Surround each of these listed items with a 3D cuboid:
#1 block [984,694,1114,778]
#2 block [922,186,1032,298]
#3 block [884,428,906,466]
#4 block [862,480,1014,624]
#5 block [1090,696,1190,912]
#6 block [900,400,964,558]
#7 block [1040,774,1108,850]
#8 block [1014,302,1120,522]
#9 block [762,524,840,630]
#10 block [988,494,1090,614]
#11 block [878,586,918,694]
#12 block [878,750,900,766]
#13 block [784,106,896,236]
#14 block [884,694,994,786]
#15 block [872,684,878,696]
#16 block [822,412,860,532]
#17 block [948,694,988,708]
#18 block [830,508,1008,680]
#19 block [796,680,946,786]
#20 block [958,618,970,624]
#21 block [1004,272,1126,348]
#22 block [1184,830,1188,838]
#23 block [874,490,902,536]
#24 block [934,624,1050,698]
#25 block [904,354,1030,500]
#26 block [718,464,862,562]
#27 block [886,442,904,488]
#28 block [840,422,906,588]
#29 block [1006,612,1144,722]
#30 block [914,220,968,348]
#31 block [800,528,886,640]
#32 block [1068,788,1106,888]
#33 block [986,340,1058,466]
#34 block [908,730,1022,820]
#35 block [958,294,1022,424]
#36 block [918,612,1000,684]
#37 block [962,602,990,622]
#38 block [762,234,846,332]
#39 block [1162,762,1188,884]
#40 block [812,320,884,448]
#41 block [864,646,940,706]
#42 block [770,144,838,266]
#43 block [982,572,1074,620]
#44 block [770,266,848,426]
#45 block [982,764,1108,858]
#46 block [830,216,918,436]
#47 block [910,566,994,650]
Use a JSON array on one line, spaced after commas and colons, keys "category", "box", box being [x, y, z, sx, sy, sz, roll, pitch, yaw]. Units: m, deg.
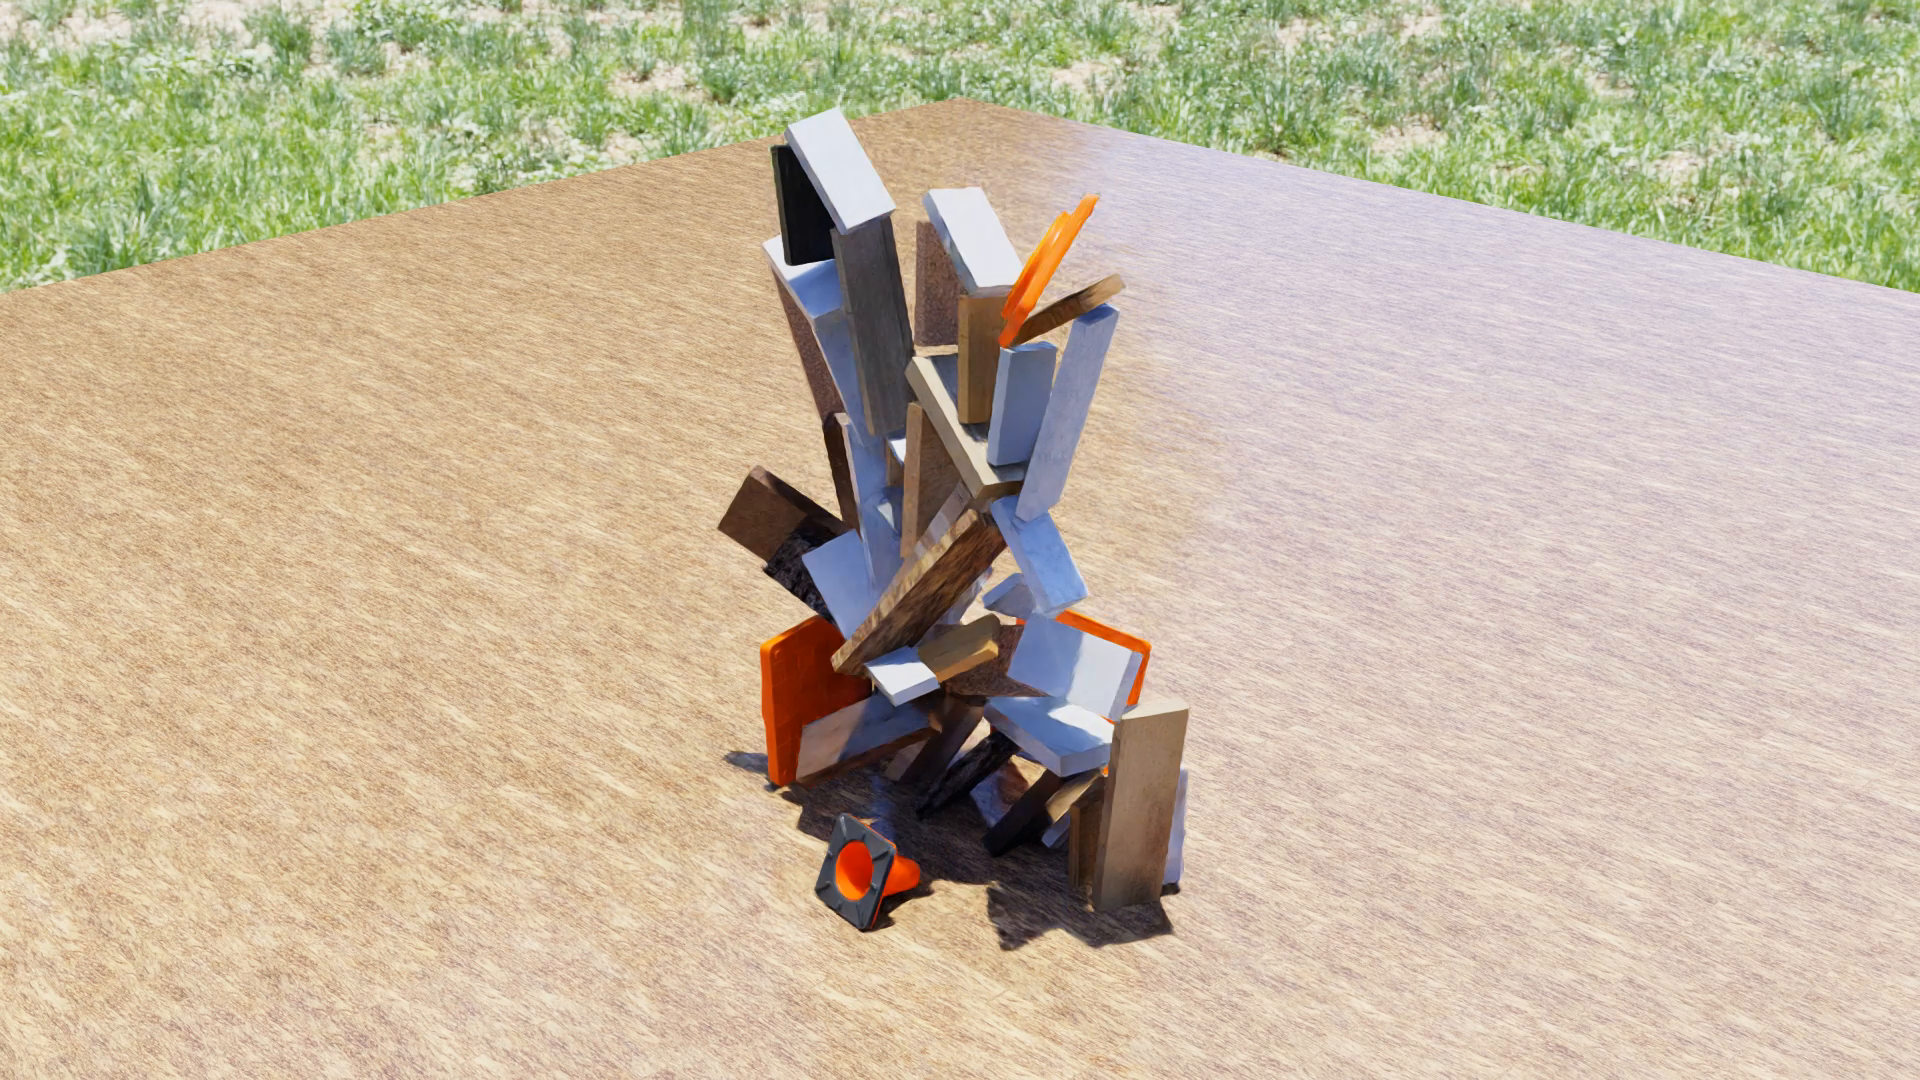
[{"category": "block", "box": [0.183, 0.359, 4.192, 0.151, 0.043, 0.302, -12, 22, -24]}, {"category": "block", "box": [0.029, -0.543, 4.009, 0.116, 0.033, 0.231, -9, 60, -32]}, {"category": "block", "box": [-0.109, -0.183, 4.206, 0.048, 0.014, 0.095, -12, 51, -23]}, {"category": "block", "box": [-0.029, 0.040, 4.193, 0.153, 0.403, 0.043, -3, 49, -43]}, {"category": "block", "box": [0.327, 0.489, 4.028, 0.127, 0.454, 0.036, -8, 35, -18]}, {"category": "block", "box": [-0.035, -0.122, 4.196, 0.153, 0.307, 0.043, -15, 27, -39]}, {"category": "block", "box": [0.239, 0.530, 4.275, 0.025, 0.175, 0.088, 45, 9, 25]}, {"category": "block", "box": [0.188, -0.223, 3.903, 0.031, 0.410, 0.108, 31, 35, 21]}, {"category": "block", "box": [-0.268, 0.088, 4.441, 0.240, 0.120, 0.034, 38, 29, -3]}, {"category": "block", "box": [0.146, 0.020, 4.030, 0.111, 0.222, 0.031, -16, -15, -49]}, {"category": "block", "box": [-0.127, 0.223, 4.427, 0.037, 0.130, 0.261, 14, 43, -37]}, {"category": "block", "box": [-0.081, 0.342, 4.633, 0.039, 0.273, 0.136, 30, 20, -11]}, {"category": "block", "box": [-0.222, -0.685, 4.079, 0.112, 0.224, 0.032, -27, -7, -26]}, {"category": "block", "box": [-0.032, 0.388, 4.483, 0.136, 0.273, 0.039, -5, 48, -49]}, {"category": "block", "box": [-0.062, 0.080, 4.821, 0.040, 0.597, 0.143, 16, -3, 21]}, {"category": "block", "box": [-0.175, -0.122, 4.504, 0.162, 0.331, 0.046, 11, 53, 16]}, {"category": "block", "box": [-0.022, 0.230, 4.348, 0.037, 0.131, 0.261, 10, 7, -35]}, {"category": "block", "box": [-0.070, 0.109, 4.123, 0.111, 0.444, 0.031, 16, 38, -39]}, {"category": "block", "box": [-0.175, 0.368, 4.274, 0.393, 0.034, 0.120, -26, 47, 41]}, {"category": "block", "box": [-0.014, 0.174, 4.415, 0.016, 0.055, 0.110, 4, 26, -39]}, {"category": "block", "box": [0.183, -0.402, 3.850, 0.108, 0.031, 0.217, -35, 9, -35]}, {"category": "block", "box": [0.370, 0.543, 4.309, 0.088, 0.025, 0.175, 19, -12, 37]}, {"category": "block", "box": [-0.116, -0.045, 4.245, 0.048, 0.095, 0.014, -45, 11, -13]}, {"category": "block", "box": [0.057, 0.227, 4.168, 0.261, 0.130, 0.037, -1, 0, 43]}, {"category": "block", "box": [0.032, -0.216, 4.079, 0.153, 0.043, 0.307, -9, 57, -35]}, {"category": "block", "box": [-0.319, 0.002, 4.469, 0.325, 0.162, 0.046, 34, 37, 0]}, {"category": "block", "box": [-0.117, -0.151, 4.249, 0.048, 0.095, 0.014, -11, 25, -26]}, {"category": "block", "box": [-0.122, -0.082, 4.322, 0.162, 0.325, 0.046, -12, 6, -15]}, {"category": "block", "box": [0.205, 0.225, 3.954, 0.254, 0.127, 0.036, 20, 0, 43]}, {"category": "block", "box": [-0.025, -0.480, 4.100, 0.116, 0.231, 0.033, -8, 18, -30]}, {"category": "block", "box": [-0.206, 0.112, 4.362, 0.120, 0.240, 0.034, -28, -8, -6]}, {"category": "block", "box": [0.247, 0.569, 4.195, 0.025, 0.175, 0.088, 21, 31, 40]}, {"category": "block", "box": [0.111, -0.246, 3.970, 0.108, 0.217, 0.031, -12, 30, -37]}, {"category": "block", "box": [0.035, 0.448, 4.382, 0.151, 0.302, 0.043, -25, 76, -44]}, {"category": "block", "box": [0.054, -0.335, 4.016, 0.116, 0.231, 0.033, -10, 19, -32]}, {"category": "block", "box": [-0.005, 0.210, 4.129, 0.180, 0.025, 0.090, -27, 37, 30]}, {"category": "block", "box": [-0.075, 0.136, 4.595, 0.143, 0.040, 0.285, -15, 31, -36]}, {"category": "block", "box": [-0.274, -0.511, 4.229, 0.124, 0.035, 0.247, -24, 51, -12]}, {"category": "block", "box": [0.358, 0.541, 4.146, 0.127, 0.254, 0.036, -10, 28, -20]}, {"category": "block", "box": [-0.179, -0.317, 4.230, 0.124, 0.247, 0.035, -25, 16, -8]}, {"category": "block", "box": [-0.109, 0.253, 4.107, 0.090, 0.026, 0.180, -23, 21, -12]}, {"category": "block", "box": [-0.286, -0.638, 4.150, 0.112, 0.224, 0.032, -14, 20, -23]}, {"category": "block", "box": [0.132, 0.112, 4.146, 0.180, 0.090, 0.026, 18, 43, -48]}, {"category": "block", "box": [-0.257, -0.371, 4.434, 0.124, 0.461, 0.035, -20, 34, -5]}, {"category": "block", "box": [0.171, 0.499, 4.245, 0.151, 0.302, 0.043, -21, 69, -41]}, {"category": "block", "box": [-0.152, -0.403, 4.154, 0.112, 0.398, 0.032, -17, 18, -23]}, {"category": "block", "box": [-0.034, 0.126, 4.235, 0.111, 0.222, 0.031, -5, 52, -41]}]
